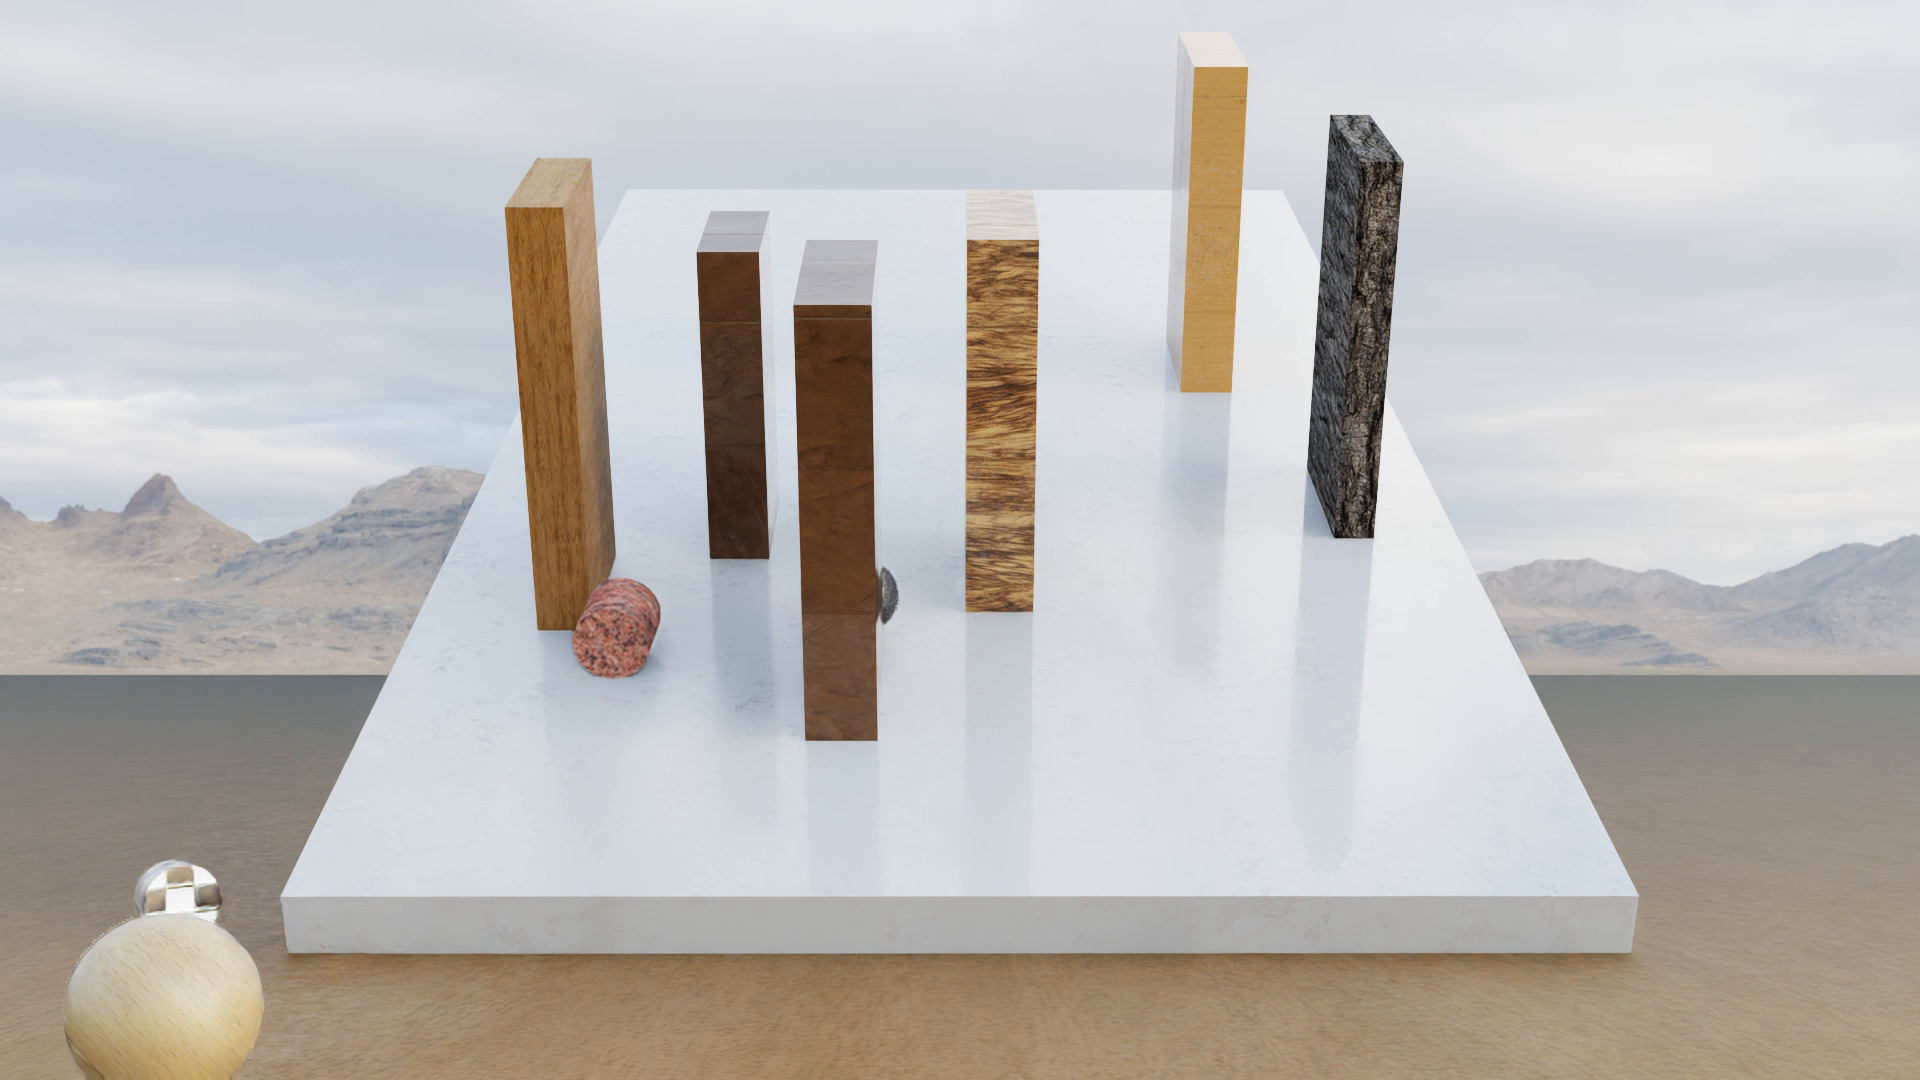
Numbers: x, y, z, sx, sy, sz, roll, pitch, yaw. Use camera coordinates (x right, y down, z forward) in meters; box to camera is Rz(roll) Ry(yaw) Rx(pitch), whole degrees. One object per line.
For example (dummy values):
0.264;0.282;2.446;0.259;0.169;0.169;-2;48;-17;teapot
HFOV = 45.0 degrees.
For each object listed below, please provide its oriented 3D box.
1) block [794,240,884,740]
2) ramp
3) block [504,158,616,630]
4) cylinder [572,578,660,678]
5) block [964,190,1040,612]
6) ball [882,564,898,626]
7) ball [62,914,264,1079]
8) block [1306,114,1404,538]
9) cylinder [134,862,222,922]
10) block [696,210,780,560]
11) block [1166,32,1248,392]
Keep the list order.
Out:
-0.197;-0.084;3.864;0.120;0.756;0.357;0;23;0;block
-0.008;-0.227;5.268;2.000;0.100;4.000;0;23;0;ramp
-0.722;-0.266;4.233;0.099;0.793;0.337;0;23;0;block
-0.605;0.155;4.092;0.134;0.134;0.134;0;23;2;cylinder
0.073;-0.261;4.323;0.126;0.715;0.337;0;23;0;block
-0.180;0.101;4.214;0.137;0.137;0.137;0;-3;0;ball
-0.774;0.457;2.258;0.185;0.185;0.185;0;-3;0;ball
0.787;-0.431;4.654;0.080;0.766;0.384;0;23;0;block
-1.245;0.571;3.690;0.115;0.115;0.115;2;-8;-29;cylinder
-0.431;-0.304;4.538;0.116;0.621;0.283;0;23;0;block
0.575;-0.772;5.443;0.120;0.762;0.391;0;23;0;block
